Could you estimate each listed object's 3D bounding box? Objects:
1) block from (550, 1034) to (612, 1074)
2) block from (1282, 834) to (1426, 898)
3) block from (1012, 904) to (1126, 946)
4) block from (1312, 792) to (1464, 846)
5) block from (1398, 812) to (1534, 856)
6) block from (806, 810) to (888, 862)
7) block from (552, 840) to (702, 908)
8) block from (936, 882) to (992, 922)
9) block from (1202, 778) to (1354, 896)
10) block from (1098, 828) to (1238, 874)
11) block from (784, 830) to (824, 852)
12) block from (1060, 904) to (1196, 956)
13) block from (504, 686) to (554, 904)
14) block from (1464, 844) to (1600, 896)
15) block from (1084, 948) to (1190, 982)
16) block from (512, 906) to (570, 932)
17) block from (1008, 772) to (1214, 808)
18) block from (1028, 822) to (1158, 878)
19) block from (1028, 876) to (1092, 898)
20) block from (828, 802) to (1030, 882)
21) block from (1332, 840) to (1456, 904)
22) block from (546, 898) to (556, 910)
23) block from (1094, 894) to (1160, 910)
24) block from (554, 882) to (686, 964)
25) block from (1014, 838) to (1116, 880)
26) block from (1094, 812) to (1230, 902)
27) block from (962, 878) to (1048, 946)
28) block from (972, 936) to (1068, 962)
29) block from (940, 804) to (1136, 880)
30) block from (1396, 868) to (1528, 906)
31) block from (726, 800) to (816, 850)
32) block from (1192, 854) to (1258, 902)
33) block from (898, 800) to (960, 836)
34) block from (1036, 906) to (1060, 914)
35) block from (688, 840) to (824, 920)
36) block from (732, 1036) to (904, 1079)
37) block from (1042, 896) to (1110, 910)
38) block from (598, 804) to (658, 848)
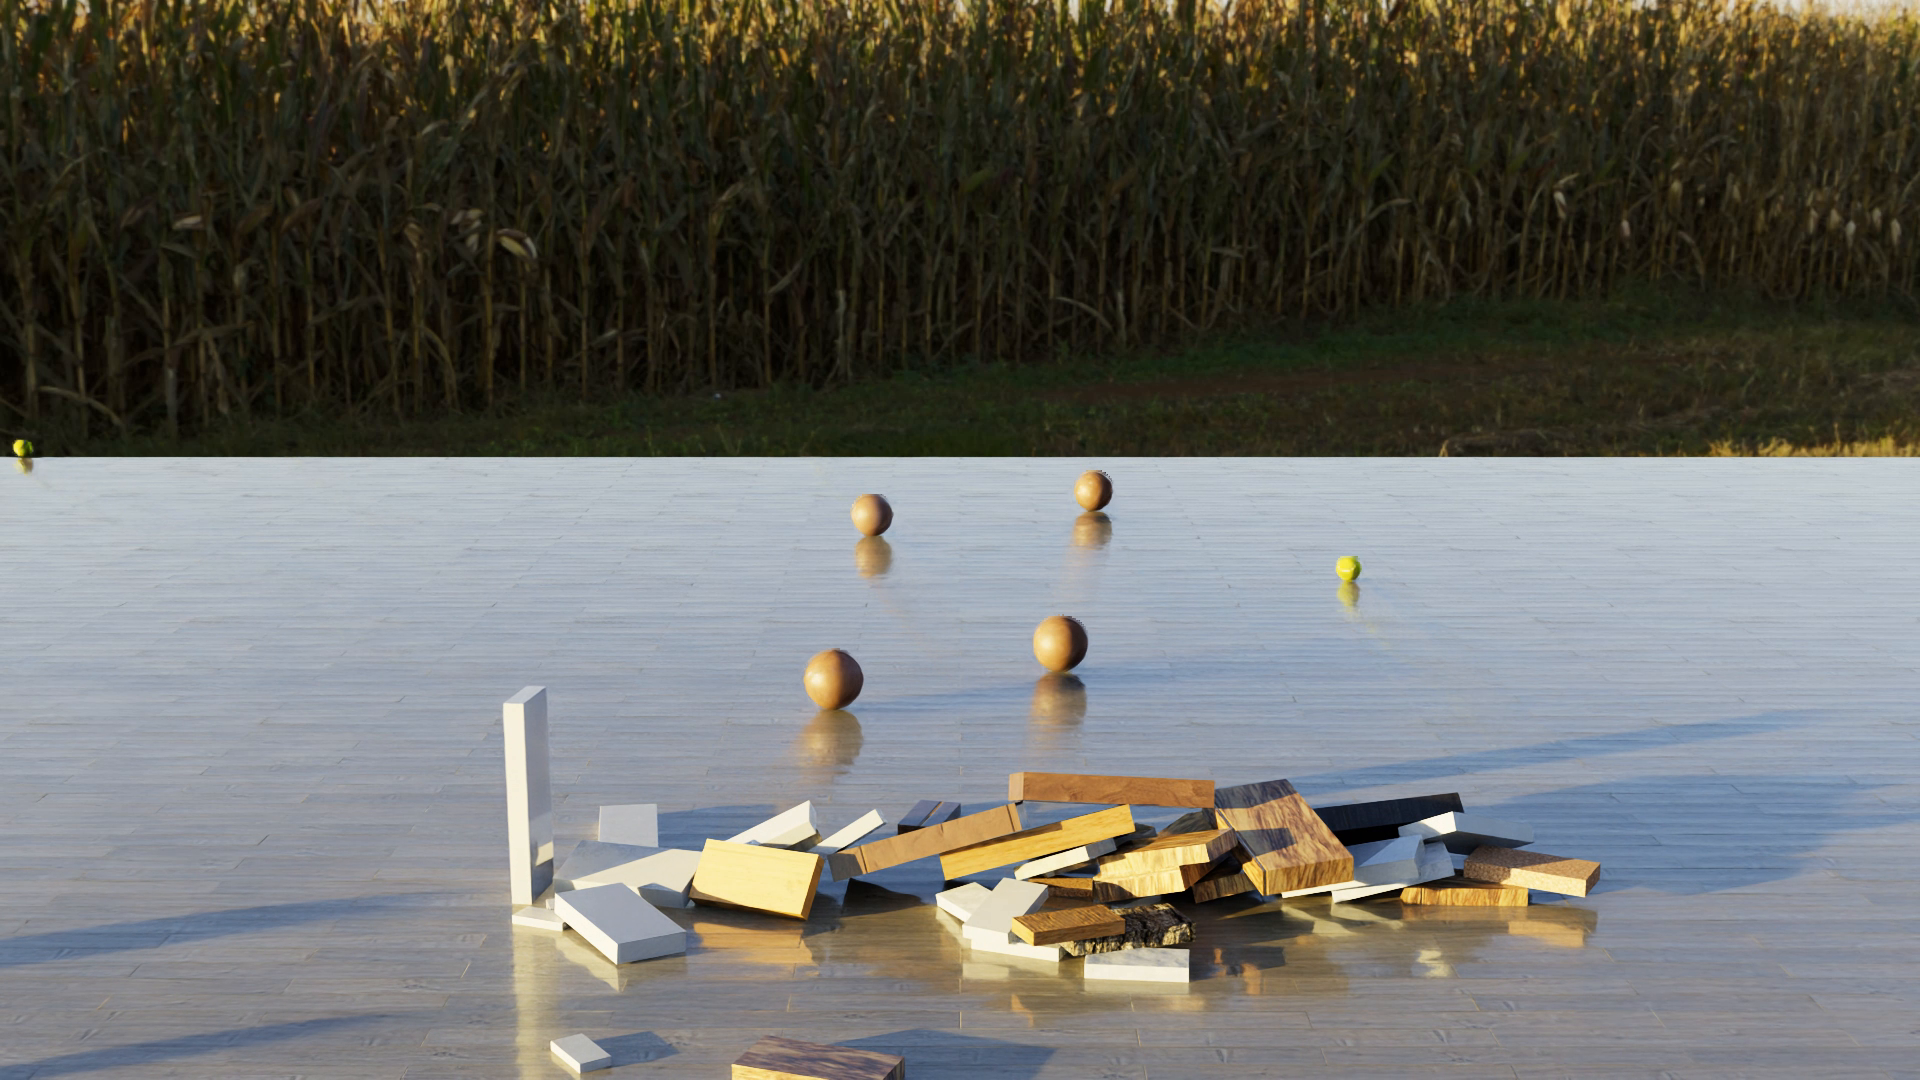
[{"bbox_3d":[-0.520,0.704,3.018,0.047,0.013,0.094,-7,13,-34],"label":"block"},{"bbox_3d":[0.650,0.540,3.643,0.227,0.032,0.113,-13,8,20],"label":"block"},{"bbox_3d":[0.165,0.586,3.346,0.154,0.022,0.077,-4,10,-23],"label":"block"},{"bbox_3d":[0.704,0.499,3.817,0.303,0.043,0.152,-4,-25,-19],"label":"block"},{"bbox_3d":[0.864,0.503,3.746,0.227,0.032,0.113,13,-28,-40],"label":"block"},{"bbox_3d":[-0.209,0.512,3.696,0.183,0.026,0.091,-32,-8,-1],"label":"block"},{"bbox_3d":[-0.548,0.557,3.673,0.233,0.033,0.117,3,26,16],"label":"block"},{"bbox_3d":[0.023,0.589,3.558,0.072,0.020,0.143,-14,10,-22],"label":"block"},{"bbox_3d":[0.518,0.485,3.615,0.152,0.043,0.303,-7,19,-11],"label":"block"},{"bbox_3d":[0.336,0.504,3.564,0.203,0.029,0.102,-13,1,35],"label":"block"},{"bbox_3d":[-0.323,0.531,3.690,0.183,0.026,0.091,-30,15,-11],"label":"block"},{"bbox_3d":[0.251,0.603,3.407,0.203,0.029,0.102,-3,10,-19],"label":"block"},{"bbox_3d":[-0.714,0.421,3.645,0.033,0.340,0.117,1,11,8],"label":"block"},{"bbox_3d":[0.951,0.549,3.658,0.201,0.028,0.100,6,12,29],"label":"block"},{"bbox_3d":[0.269,0.642,3.331,0.156,0.022,0.078,1,11,6],"label":"block"},{"bbox_3d":[-0.666,0.608,3.534,0.094,0.013,0.047,4,11,23],"label":"block"},{"bbox_3d":[0.253,0.422,3.701,0.320,0.045,0.160,3,-8,-7],"label":"block"},{"bbox_3d":[0.226,0.528,3.752,0.203,0.029,0.102,-15,1,-14],"label":"block"},{"bbox_3d":[0.168,0.580,3.681,0.107,0.015,0.054,1,11,5],"label":"block"},{"bbox_3d":[-0.050,0.501,3.659,0.320,0.045,0.160,-16,-7,5],"label":"block"},{"bbox_3d":[0.714,0.552,3.659,0.201,0.028,0.100,-15,8,7],"label":"block"},{"bbox_3d":[-0.626,0.597,3.595,0.094,0.013,0.047,-3,11,-18],"label":"block"},{"bbox_3d":[0.275,0.592,3.616,0.107,0.015,0.054,-10,15,-44],"label":"block"},{"bbox_3d":[-0.537,0.602,3.470,0.117,0.033,0.233,-5,14,-33],"label":"block"},{"bbox_3d":[0.171,0.522,3.600,0.156,0.022,0.078,-23,-9,38],"label":"block"},{"bbox_3d":[0.383,0.526,3.735,0.152,0.043,0.440,-13,1,27],"label":"block"},{"bbox_3d":[0.073,0.584,3.460,0.077,0.022,0.154,6,23,26],"label":"block"},{"bbox_3d":[0.098,0.625,3.426,0.143,0.020,0.072,4,11,22],"label":"block"},{"bbox_3d":[0.126,0.504,3.672,0.320,0.045,0.160,-14,-7,-2],"label":"block"},{"bbox_3d":[0.833,0.577,3.660,0.201,0.028,0.100,0,11,2],"label":"block"},{"bbox_3d":[-0.328,0.504,3.689,0.183,0.026,0.091,-26,15,4],"label":"block"},{"bbox_3d":[0.496,0.545,3.658,0.227,0.032,0.113,-14,8,5],"label":"block"},{"bbox_3d":[-0.056,0.512,4.031,0.077,0.022,0.154,3,11,15],"label":"block"},{"bbox_3d":[0.154,0.610,3.503,0.143,0.020,0.072,6,12,29],"label":"block"},{"bbox_3d":[-0.333,0.554,3.593,0.206,0.103,0.029,4,-28,23],"label":"block"},{"bbox_3d":[-0.189,0.710,2.943,0.206,0.029,0.103,4,11,20],"label":"block"},{"bbox_3d":[0.184,0.601,3.569,0.107,0.015,0.054,5,12,24],"label":"block"},{"bbox_3d":[-0.589,0.531,3.909,0.103,0.029,0.308,-2,11,-8],"label":"block"}]
